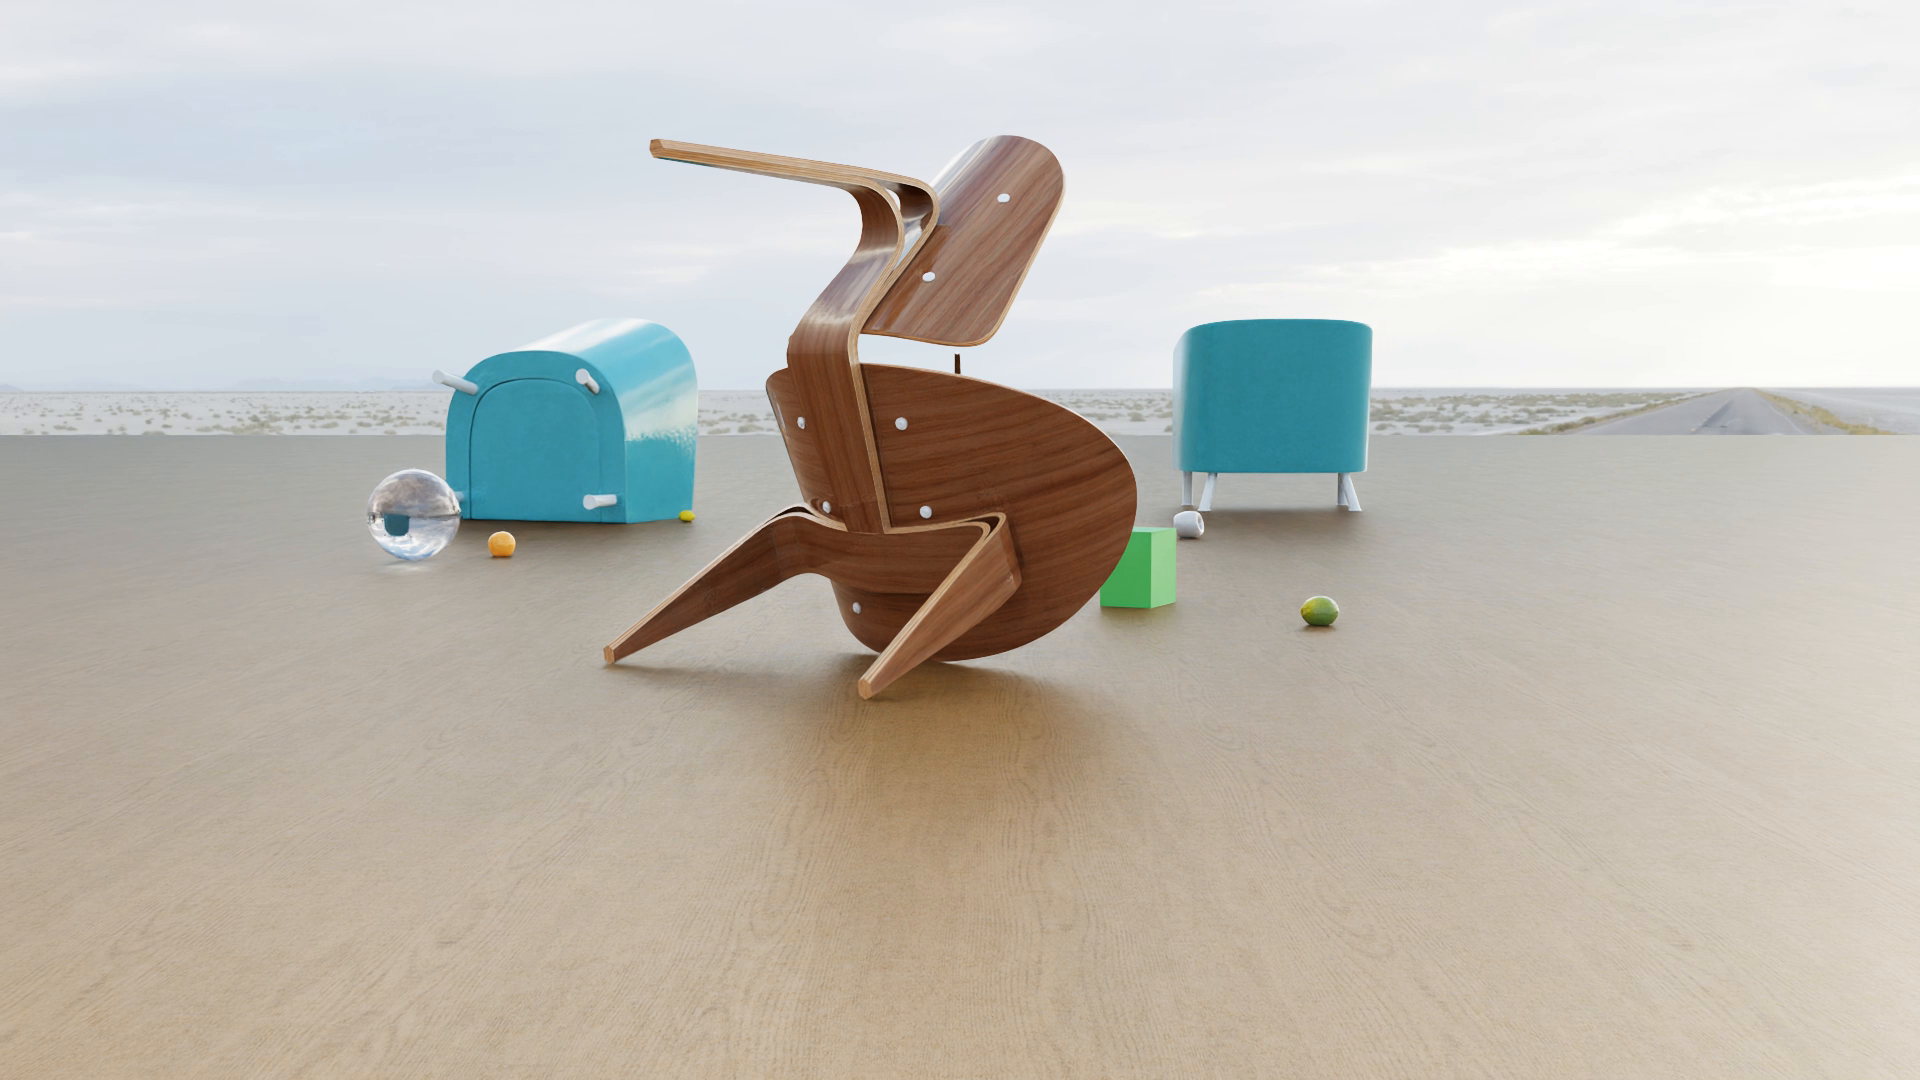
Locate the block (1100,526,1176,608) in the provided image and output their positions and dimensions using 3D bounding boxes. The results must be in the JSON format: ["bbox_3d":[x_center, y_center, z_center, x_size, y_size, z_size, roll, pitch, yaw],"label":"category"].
[{"bbox_3d":[0.373,0.056,4.594,0.112,0.156,0.148,2,4,25],"label":"block"}]

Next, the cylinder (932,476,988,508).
[{"bbox_3d":[0.005,-0.182,8.351,0.172,0.113,0.134,3,-15,39],"label":"cylinder"}]

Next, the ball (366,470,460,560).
[{"bbox_3d":[-1.429,-0.066,5.755,0.239,0.239,0.239,0,4,0],"label":"ball"}]

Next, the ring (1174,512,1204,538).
[{"bbox_3d":[0.688,-0.045,6.622,0.074,0.083,0.121,-10,-9,18],"label":"ring"}]

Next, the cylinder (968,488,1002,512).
[{"bbox_3d":[0.094,-0.150,8.123,0.096,0.083,0.107,8,7,23],"label":"cylinder"}]
